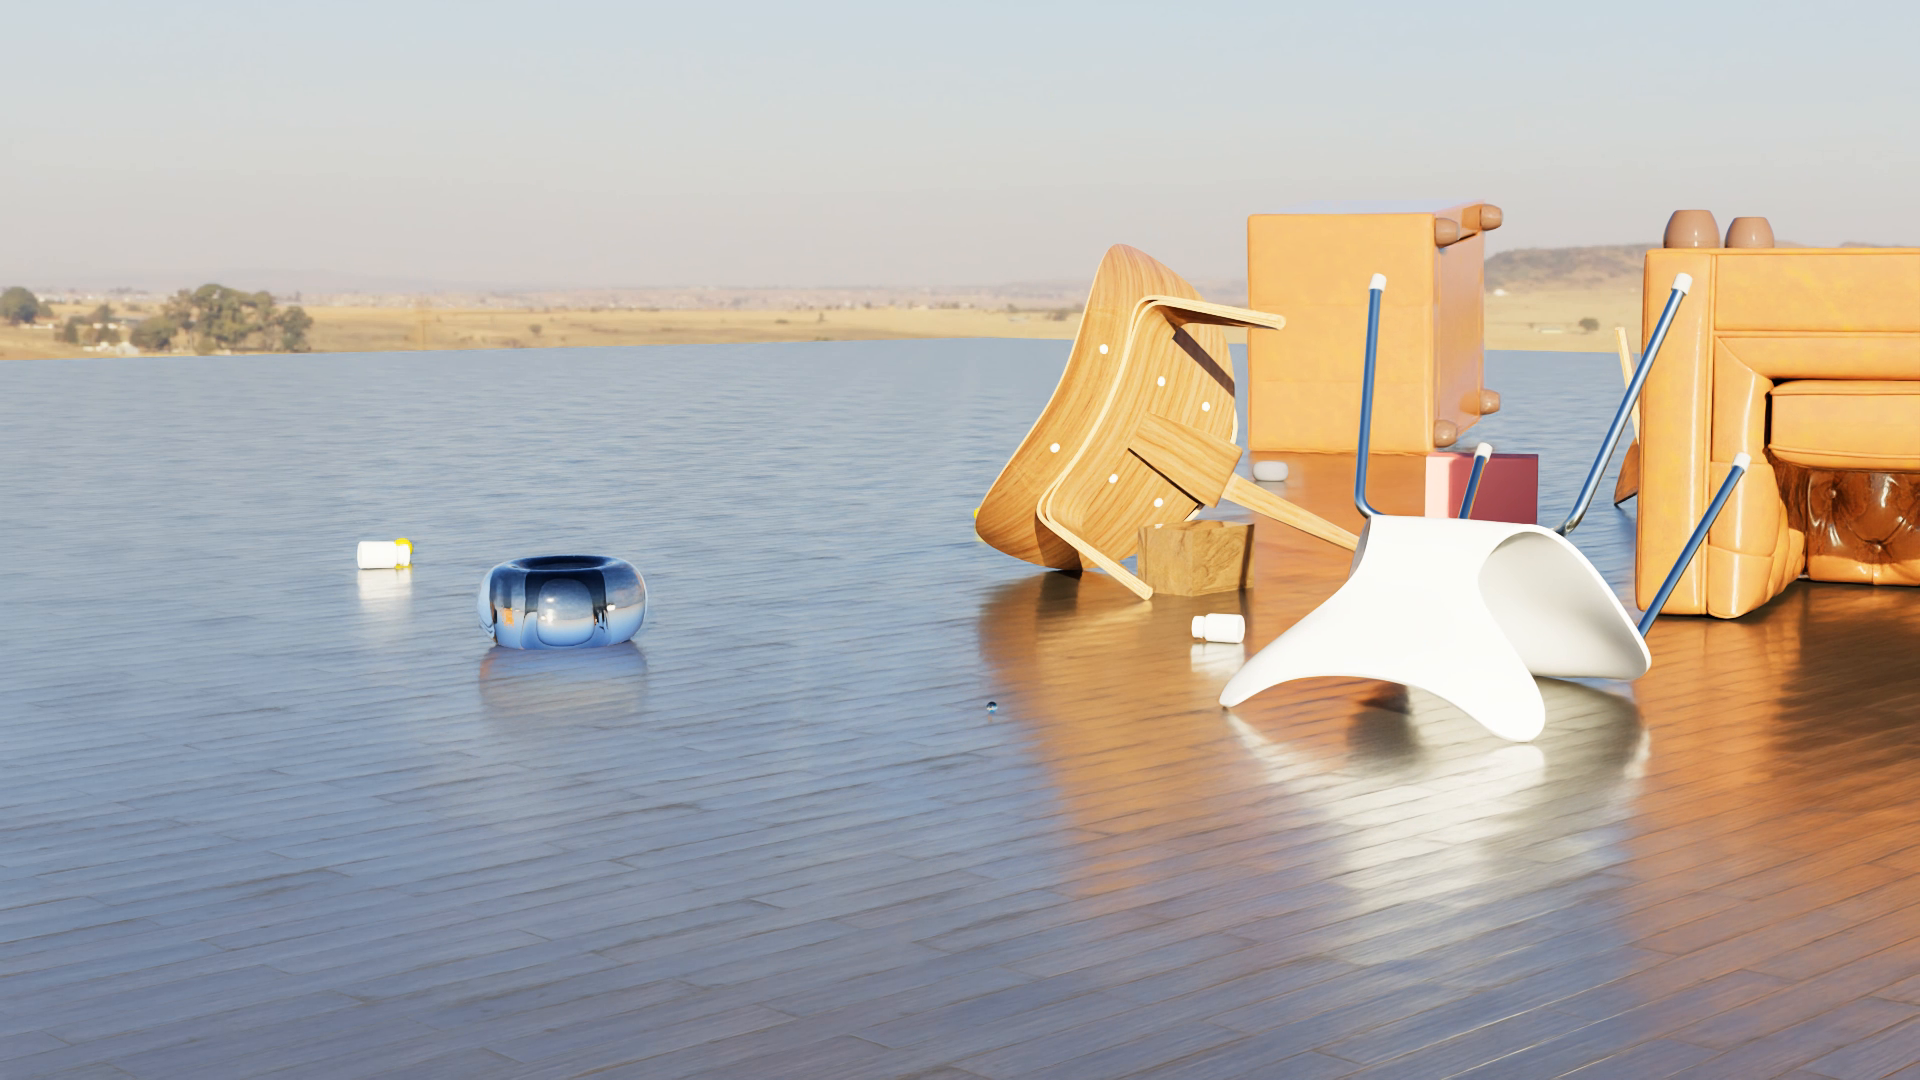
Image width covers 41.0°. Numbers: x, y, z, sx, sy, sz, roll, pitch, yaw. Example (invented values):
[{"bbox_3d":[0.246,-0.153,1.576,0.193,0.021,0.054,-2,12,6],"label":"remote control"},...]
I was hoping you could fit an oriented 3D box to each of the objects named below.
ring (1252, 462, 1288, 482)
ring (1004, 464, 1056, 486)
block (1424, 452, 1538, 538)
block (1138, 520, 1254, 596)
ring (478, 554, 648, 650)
[{"bbox_3d":[1.002,-0.222,8.283,0.124,0.059,0.098,3,8,38],"label":"ring"},{"bbox_3d":[0.221,-0.204,8.105,0.170,0.059,0.126,2,7,27],"label":"ring"},{"bbox_3d":[1.339,-0.118,6.581,0.276,0.199,0.176,1,6,13],"label":"block"},{"bbox_3d":[0.498,0.036,5.406,0.143,0.135,0.218,5,8,42],"label":"block"},{"bbox_3d":[-0.717,0.112,4.634,0.314,0.145,0.280,-6,10,-39],"label":"ring"}]
